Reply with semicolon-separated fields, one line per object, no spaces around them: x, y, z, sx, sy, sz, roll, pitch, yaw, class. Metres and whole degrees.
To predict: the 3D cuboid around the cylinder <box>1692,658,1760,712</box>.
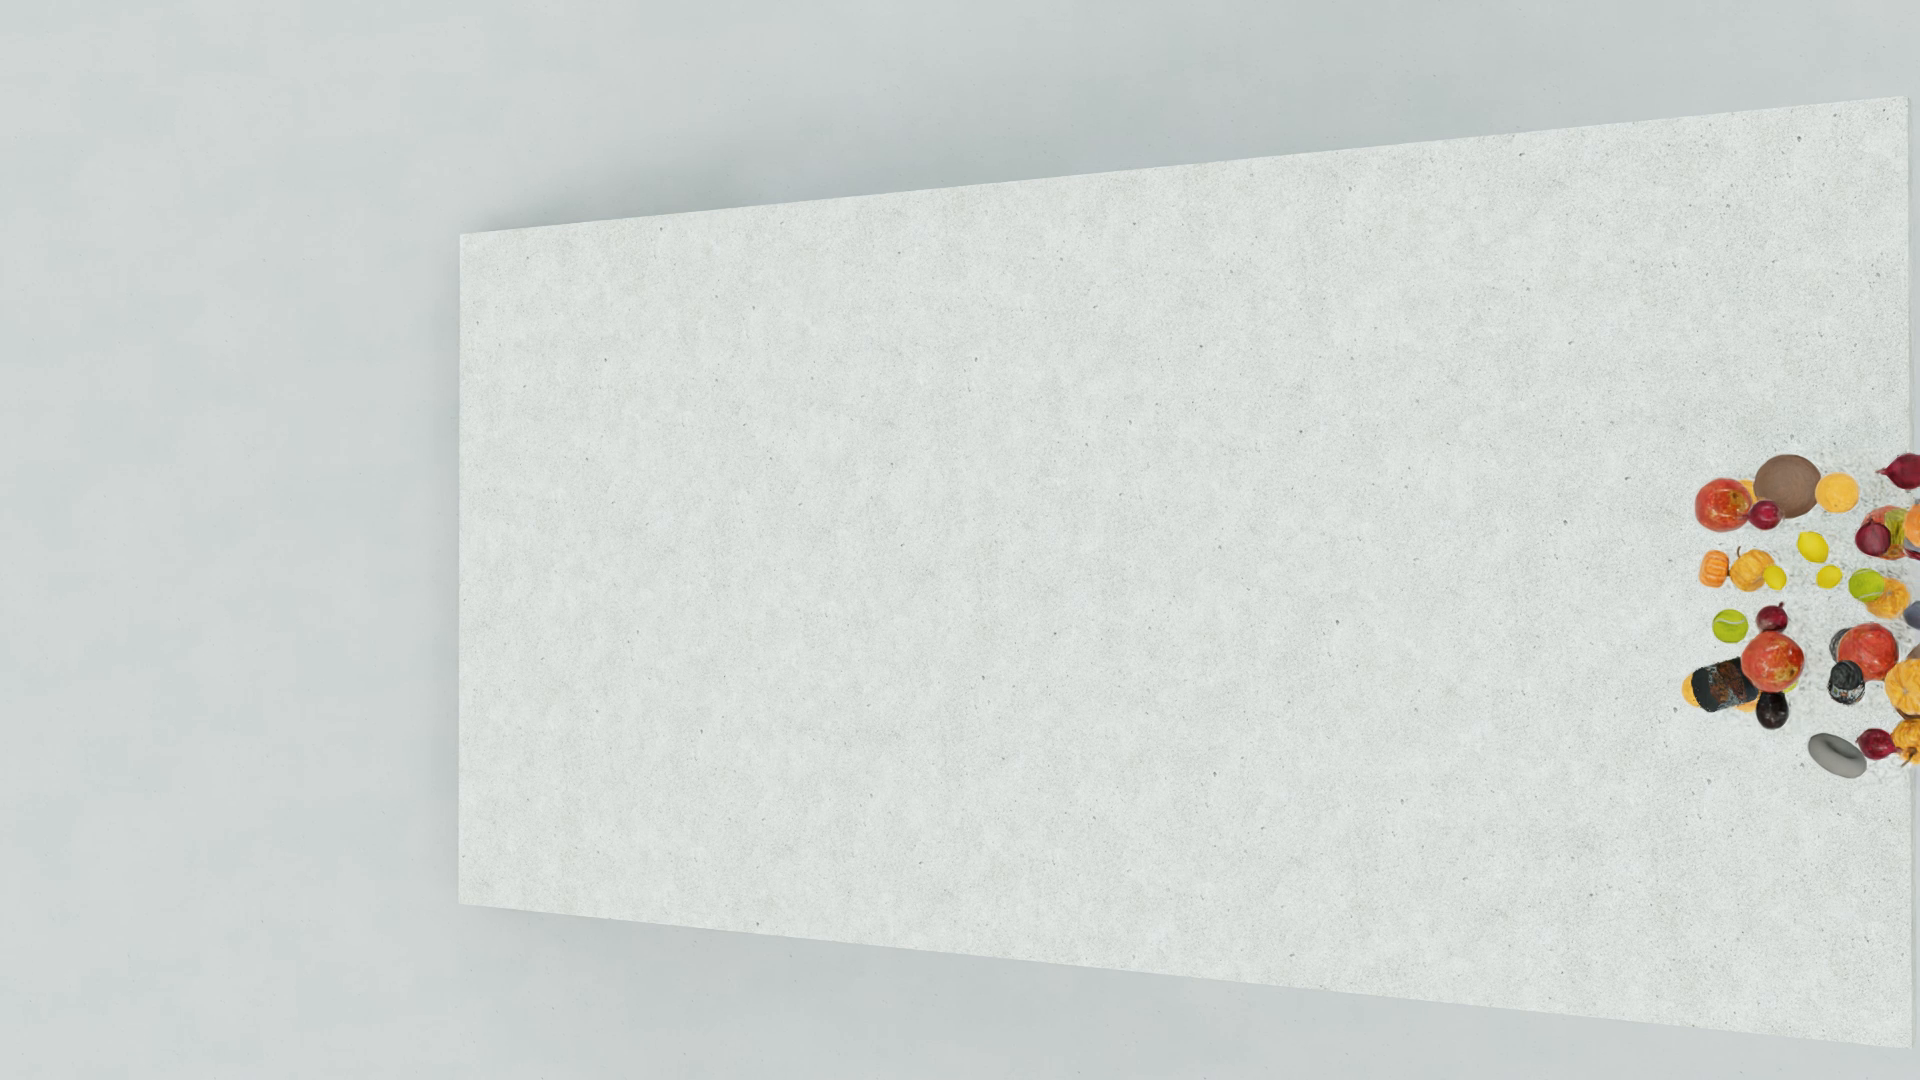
1.520;0.288;4.368;0.091;0.091;0.091;-13;89;-15;cylinder

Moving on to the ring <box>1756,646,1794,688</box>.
1.708;0.266;4.609;0.030;0.089;0.089;8;89;-32;ring

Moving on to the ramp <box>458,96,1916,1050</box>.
0.272;0.076;5.635;4.000;0.100;2.000;0;89;29;ramp

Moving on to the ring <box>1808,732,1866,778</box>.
1.530;0.376;3.835;0.104;0.104;0.035;23;120;0;ring

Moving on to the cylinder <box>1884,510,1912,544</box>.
1.852;-0.026;4.336;0.053;0.053;0.053;-12;113;0;cylinder

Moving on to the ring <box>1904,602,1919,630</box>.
1.882;0.144;4.233;0.124;0.124;0.041;-10;102;0;ring

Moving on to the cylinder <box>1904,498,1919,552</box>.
1.674;-0.021;3.779;0.081;0.081;0.081;8;104;0;cylinder

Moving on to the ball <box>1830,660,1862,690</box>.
1.528;0.233;3.791;0.052;0.052;0.052;0;89;0;ball

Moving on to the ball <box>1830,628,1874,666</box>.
1.717;0.208;4.236;0.079;0.079;0.079;0;89;0;ball

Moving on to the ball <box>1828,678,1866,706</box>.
1.658;0.275;4.114;0.067;0.067;0.067;0;89;0;ball
